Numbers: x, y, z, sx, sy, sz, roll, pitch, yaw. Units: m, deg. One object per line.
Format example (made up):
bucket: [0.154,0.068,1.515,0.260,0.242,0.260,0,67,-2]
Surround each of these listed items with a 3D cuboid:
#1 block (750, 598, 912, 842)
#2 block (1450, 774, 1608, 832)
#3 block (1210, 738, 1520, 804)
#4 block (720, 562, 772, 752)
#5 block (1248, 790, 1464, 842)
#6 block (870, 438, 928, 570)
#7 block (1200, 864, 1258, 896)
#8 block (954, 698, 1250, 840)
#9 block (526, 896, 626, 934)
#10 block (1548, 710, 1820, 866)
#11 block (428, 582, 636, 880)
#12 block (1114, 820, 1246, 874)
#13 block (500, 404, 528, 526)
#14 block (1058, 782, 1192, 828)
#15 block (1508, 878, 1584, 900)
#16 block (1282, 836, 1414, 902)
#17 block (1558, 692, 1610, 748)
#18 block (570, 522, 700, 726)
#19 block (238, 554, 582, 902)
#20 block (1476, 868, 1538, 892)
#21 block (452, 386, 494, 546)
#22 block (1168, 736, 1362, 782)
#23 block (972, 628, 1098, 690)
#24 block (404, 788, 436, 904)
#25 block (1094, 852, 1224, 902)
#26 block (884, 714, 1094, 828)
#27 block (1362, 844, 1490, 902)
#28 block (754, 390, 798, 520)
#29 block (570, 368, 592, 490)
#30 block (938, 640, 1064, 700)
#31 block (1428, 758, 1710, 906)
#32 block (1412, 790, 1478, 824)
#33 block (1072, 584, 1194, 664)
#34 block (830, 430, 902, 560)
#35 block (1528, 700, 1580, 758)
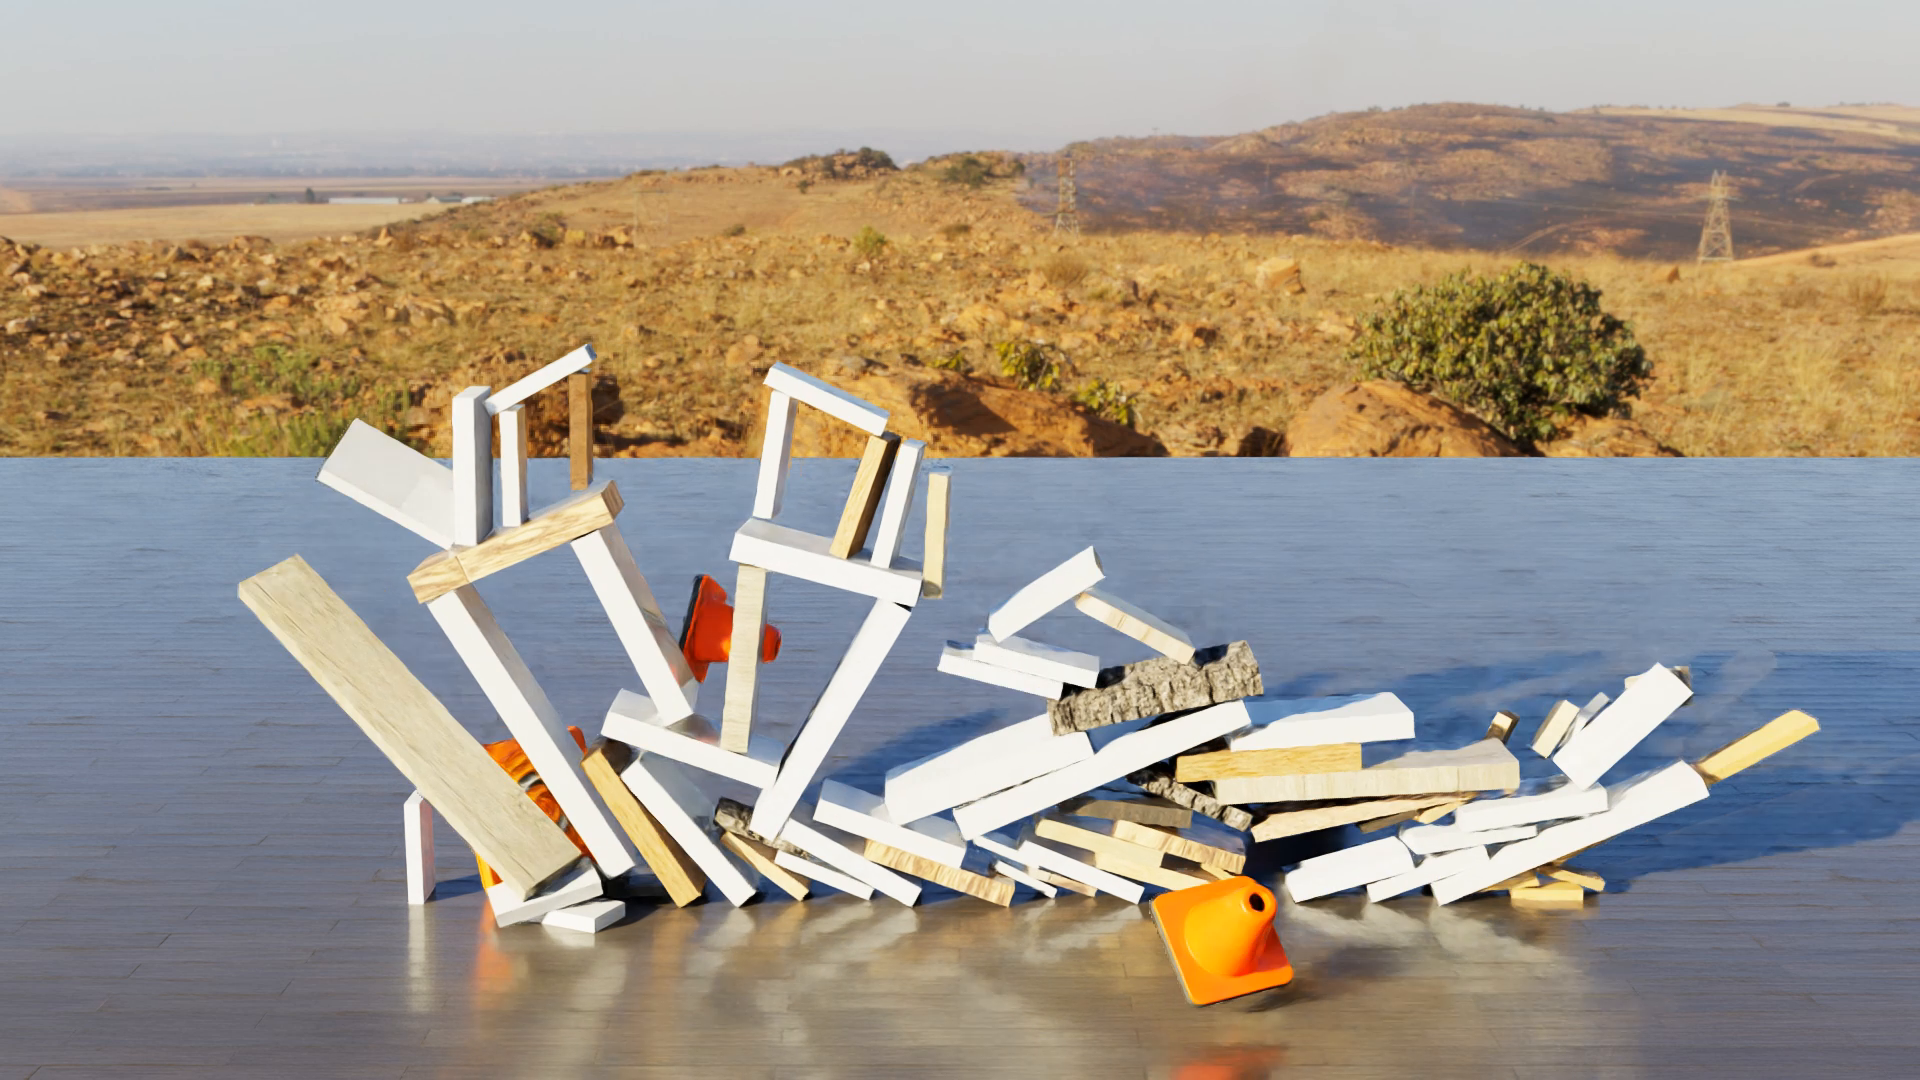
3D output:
block: [-0.211,0.278,3.613,0.043,0.444,0.153,30,9,-6]
block: [0.938,0.433,3.647,0.237,0.034,0.118,-9,10,1]
block: [0.662,0.382,3.636,0.489,0.042,0.149,-3,10,1]
block: [-0.348,0.178,3.599,0.043,0.305,0.153,7,10,-1]
block: [0.655,0.440,3.660,0.347,0.028,0.098,-12,9,1]
block: [-0.098,-0.060,3.541,0.028,0.200,0.100,16,10,5]
block: [0.450,0.559,3.673,0.097,0.014,0.049,28,10,11]
block: [0.228,0.354,3.627,0.499,0.049,0.171,-23,9,3]
block: [-0.638,0.598,3.560,0.171,0.024,0.086,5,12,25]
block: [1.201,0.415,3.688,0.504,0.019,0.067,-27,13,-3]
block: [-0.694,0.303,3.606,0.047,0.535,0.167,-31,11,-1]
block: [0.364,0.494,3.655,0.217,0.031,0.108,17,10,1]
block: [-0.715,-0.120,3.527,0.026,0.183,0.091,0,11,-3]
block: [0.270,0.435,3.645,0.217,0.031,0.108,7,10,-2]
block: [0.975,0.582,3.667,0.115,0.016,0.058,1,11,3]
block: [0.645,0.547,3.666,0.203,0.029,0.102,-16,10,2]
block: [1.066,0.309,3.758,0.019,0.067,0.133,38,30,18]
block: [-0.526,0.126,3.585,0.047,0.334,0.167,-25,11,2]
block: [-0.918,0.300,3.647,0.753,0.033,0.118,42,50,18]
block: [0.901,0.566,3.672,0.115,0.016,0.058,-7,10,4]
block: [-0.779,-0.120,3.519,0.033,0.236,0.118,2,13,1]
block: [0.499,0.350,3.633,0.299,0.042,0.149,-4,10,-1]
block: [0.125,0.193,3.600,0.202,0.029,0.101,14,12,1]
block: [-0.895,0.507,3.646,0.024,0.171,0.086,0,11,0]
block: [0.331,0.545,3.669,0.211,0.030,0.105,16,10,-3]
block: [0.046,0.369,3.630,0.343,0.049,0.171,-20,10,3]
block: [0.769,0.541,3.665,0.203,0.029,0.102,-20,10,3]
block: [-0.295,-0.141,3.543,0.029,0.202,0.101,10,9,3]
block: [-0.607,-0.178,3.522,0.026,0.183,0.091,1,11,-4]
block: [0.069,0.211,3.593,0.201,0.028,0.100,14,12,1]
block: [0.997,0.482,3.648,0.469,0.034,0.118,-23,9,5]
block: [0.802,0.436,3.640,0.105,0.014,0.049,-26,9,-16]
block: [0.281,0.132,3.576,0.203,0.029,0.101,27,11,-7]
block: [-0.151,-0.074,3.535,0.029,0.202,0.101,22,12,9]
block: [1.021,0.324,3.786,0.028,0.098,0.196,34,3,12]
